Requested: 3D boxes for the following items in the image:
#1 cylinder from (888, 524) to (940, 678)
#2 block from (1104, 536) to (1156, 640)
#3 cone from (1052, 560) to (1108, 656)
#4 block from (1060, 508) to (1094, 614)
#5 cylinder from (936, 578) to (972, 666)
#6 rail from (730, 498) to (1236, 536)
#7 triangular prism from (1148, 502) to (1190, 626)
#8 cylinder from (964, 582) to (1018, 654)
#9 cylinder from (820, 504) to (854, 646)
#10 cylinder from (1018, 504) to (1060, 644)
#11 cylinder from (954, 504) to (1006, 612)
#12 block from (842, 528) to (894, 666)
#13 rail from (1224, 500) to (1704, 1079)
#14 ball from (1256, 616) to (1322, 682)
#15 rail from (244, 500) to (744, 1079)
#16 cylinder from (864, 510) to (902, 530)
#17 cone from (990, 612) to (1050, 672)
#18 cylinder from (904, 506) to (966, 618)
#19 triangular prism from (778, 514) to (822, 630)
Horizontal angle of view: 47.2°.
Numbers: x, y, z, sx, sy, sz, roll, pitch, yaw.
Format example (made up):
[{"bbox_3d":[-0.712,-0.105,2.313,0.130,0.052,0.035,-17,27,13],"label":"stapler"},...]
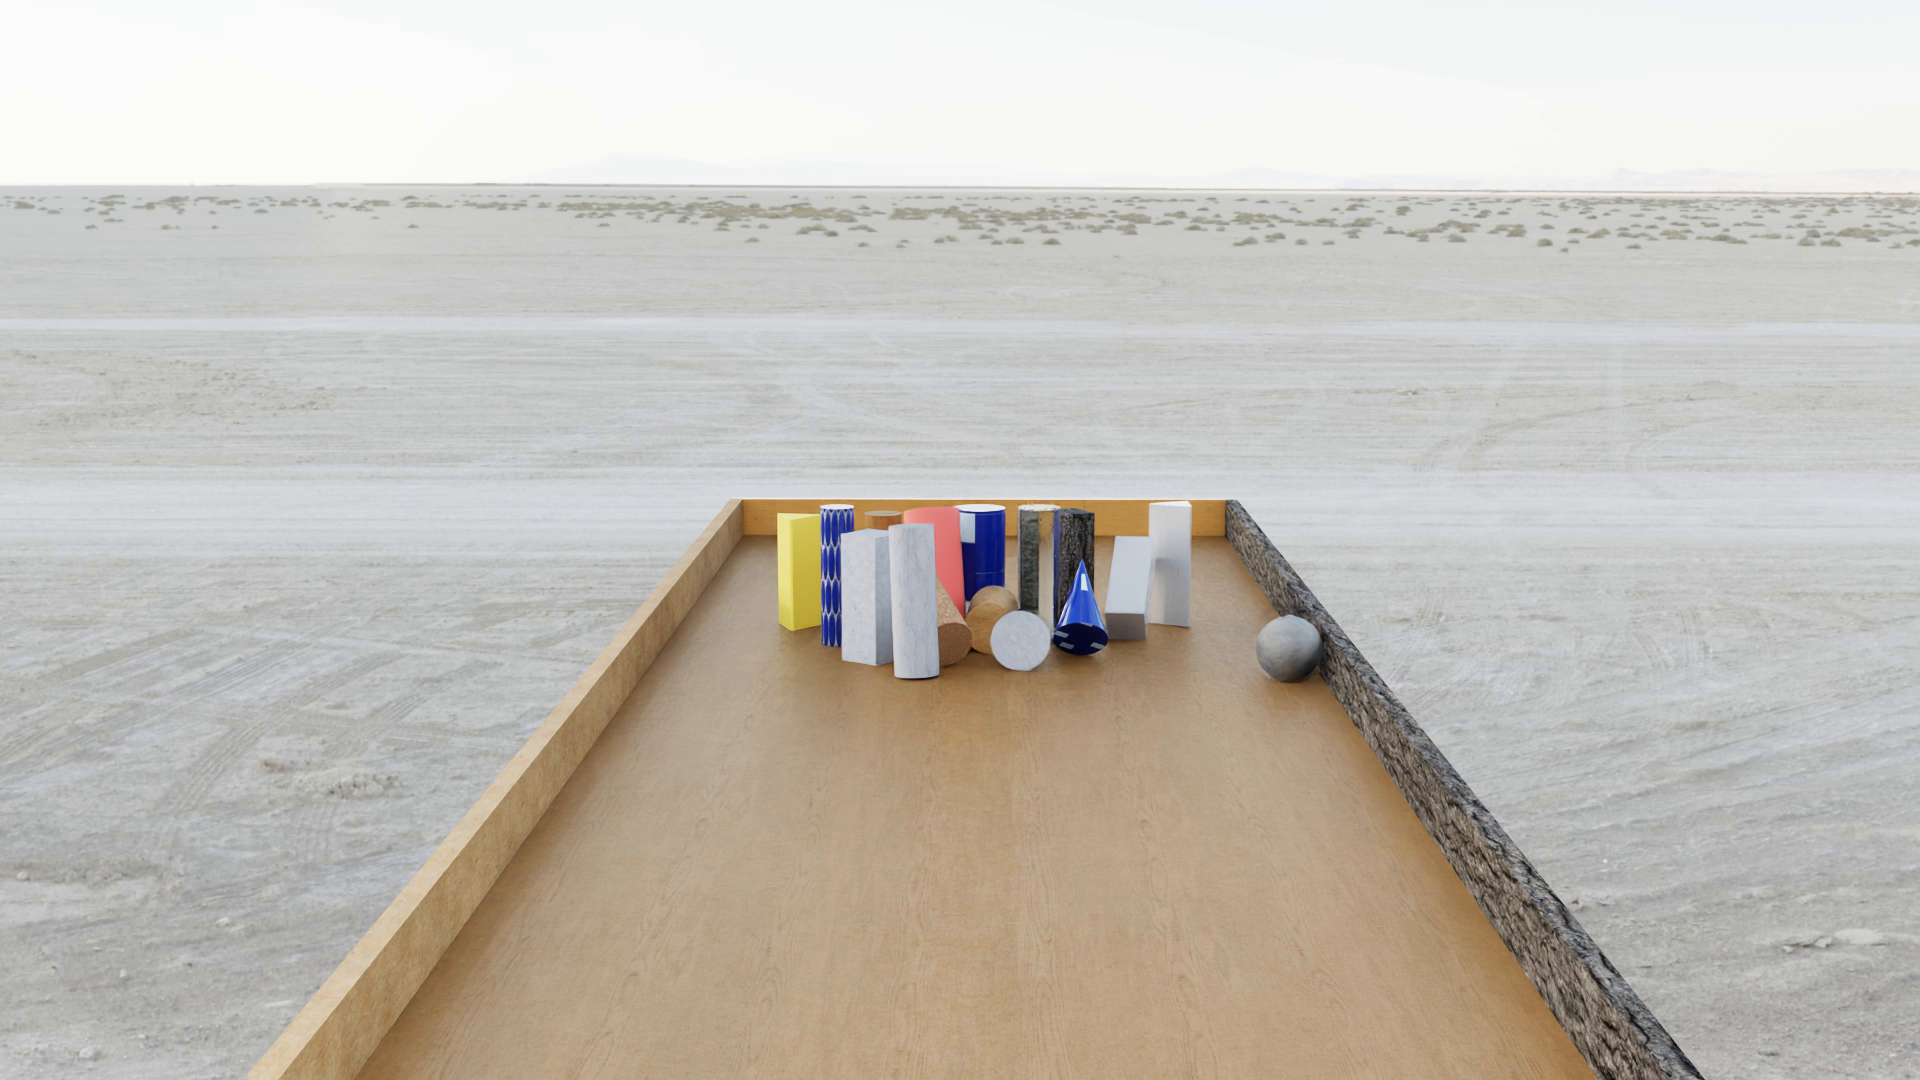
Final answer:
[{"bbox_3d":[-0.135,0.177,6.456,0.134,0.441,0.134,-2,5,0],"label":"cylinder"},{"bbox_3d":[0.550,0.153,7.083,0.124,0.124,0.341,2,45,11],"label":"block"},{"bbox_3d":[0.376,0.179,6.805,0.168,0.168,0.316,1,51,4],"label":"cone"},{"bbox_3d":[0.348,0.097,7.179,0.131,0.382,0.131,-5,10,-27],"label":"block"},{"bbox_3d":[-0.098,0.217,6.727,0.157,0.157,0.369,-4,32,-21],"label":"cylinder"},{"bbox_3d":[0.099,-0.098,9.147,2.100,0.150,0.050,0,9,1],"label":"rail"},{"bbox_3d":[0.719,0.075,7.267,0.150,0.396,0.130,5,9,31],"label":"triangular prism"},{"bbox_3d":[0.100,0.249,6.930,0.160,0.160,0.307,1,15,6],"label":"cylinder"},{"bbox_3d":[-0.384,0.111,6.913,0.107,0.436,0.107,0,9,0],"label":"cylinder"},{"bbox_3d":[0.249,0.109,6.943,0.133,0.429,0.133,0,10,0],"label":"cylinder"},{"bbox_3d":[0.064,0.089,7.197,0.170,0.392,0.170,0,9,0],"label":"cylinder"},{"bbox_3d":[-0.266,0.172,6.682,0.133,0.389,0.133,7,11,36],"label":"block"},{"bbox_3d":[1.046,0.843,3.208,0.050,0.150,12.000,0,9,1],"label":"rail"},{"bbox_3d":[0.958,0.316,6.402,0.193,0.193,0.193,0,9,0],"label":"ball"},{"bbox_3d":[-1.004,0.839,3.234,0.050,0.150,12.000,0,9,1],"label":"rail"},{"bbox_3d":[-0.251,0.100,7.175,0.123,0.377,0.123,0,9,0],"label":"cylinder"},{"bbox_3d":[0.202,0.317,6.732,0.179,0.179,0.365,1,-5,7],"label":"cone"},{"bbox_3d":[-0.079,0.102,7.006,0.178,0.393,0.178,-4,-6,0],"label":"cylinder"},{"bbox_3d":[-0.548,0.099,7.216,0.126,0.365,0.146,7,12,39],"label":"triangular prism"}]
